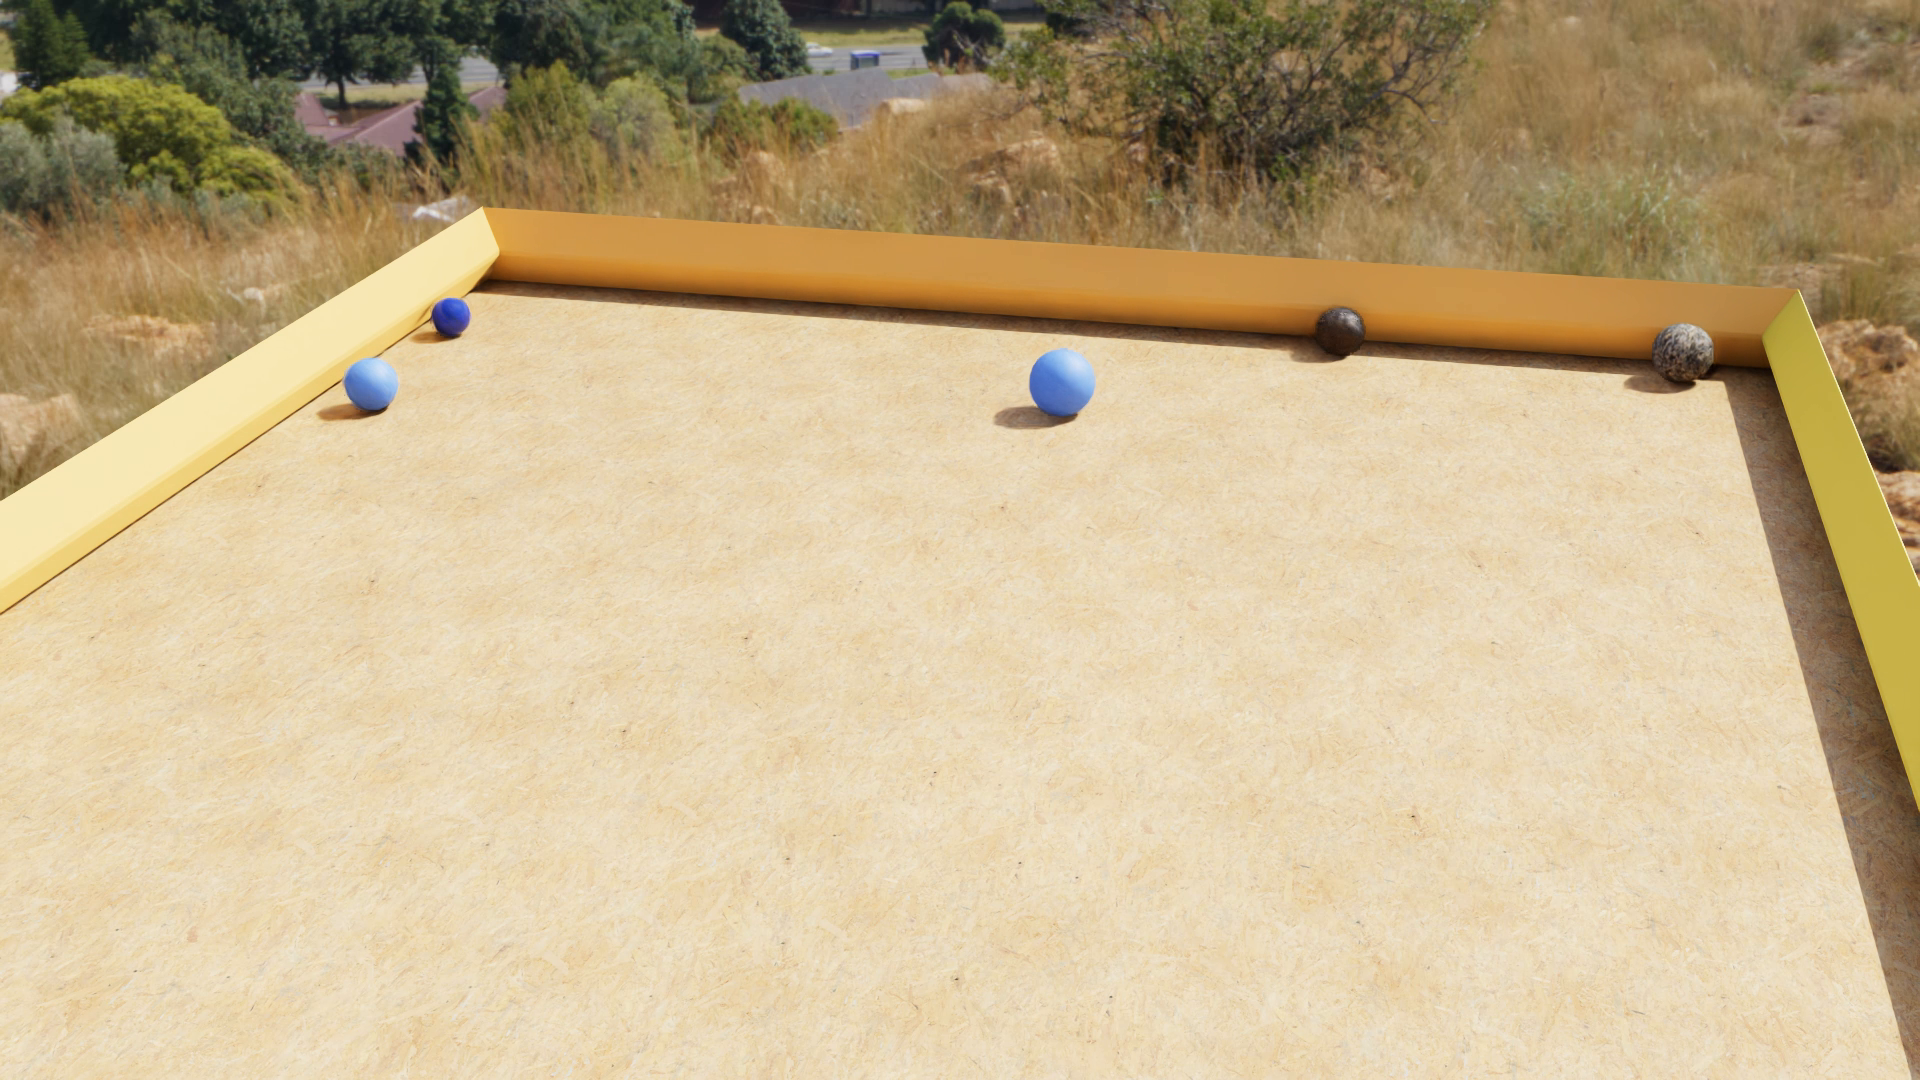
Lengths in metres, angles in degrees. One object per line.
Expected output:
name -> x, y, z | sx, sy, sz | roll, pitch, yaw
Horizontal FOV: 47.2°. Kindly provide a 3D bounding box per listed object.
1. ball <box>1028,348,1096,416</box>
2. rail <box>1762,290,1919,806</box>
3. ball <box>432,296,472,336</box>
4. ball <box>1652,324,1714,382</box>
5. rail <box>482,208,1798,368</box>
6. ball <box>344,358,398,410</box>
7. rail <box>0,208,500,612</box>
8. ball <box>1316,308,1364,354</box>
ball -> 0.134, -0.207, 2.884 | 0.088, 0.088, 0.088 | 0, 24, 0
rail -> 0.721, 0.424, 1.404 | 0.045, 0.114, 3.677 | 5, 24, 12
ball -> -0.738, -0.325, 3.191 | 0.057, 0.057, 0.057 | 0, 24, 0
ball -> 0.989, -0.256, 3.005 | 0.080, 0.080, 0.080 | 0, 24, 0
rail -> 0.199, -0.369, 3.220 | 1.946, 0.114, 0.045 | 5, 24, 12
ball -> -0.777, -0.206, 2.903 | 0.070, 0.070, 0.070 | 0, 24, 0
rail -> -1.130, 0.255, 1.792 | 0.045, 0.114, 3.677 | 5, 24, 12
ball -> 0.537, -0.296, 3.113 | 0.067, 0.067, 0.067 | 0, 24, 0
